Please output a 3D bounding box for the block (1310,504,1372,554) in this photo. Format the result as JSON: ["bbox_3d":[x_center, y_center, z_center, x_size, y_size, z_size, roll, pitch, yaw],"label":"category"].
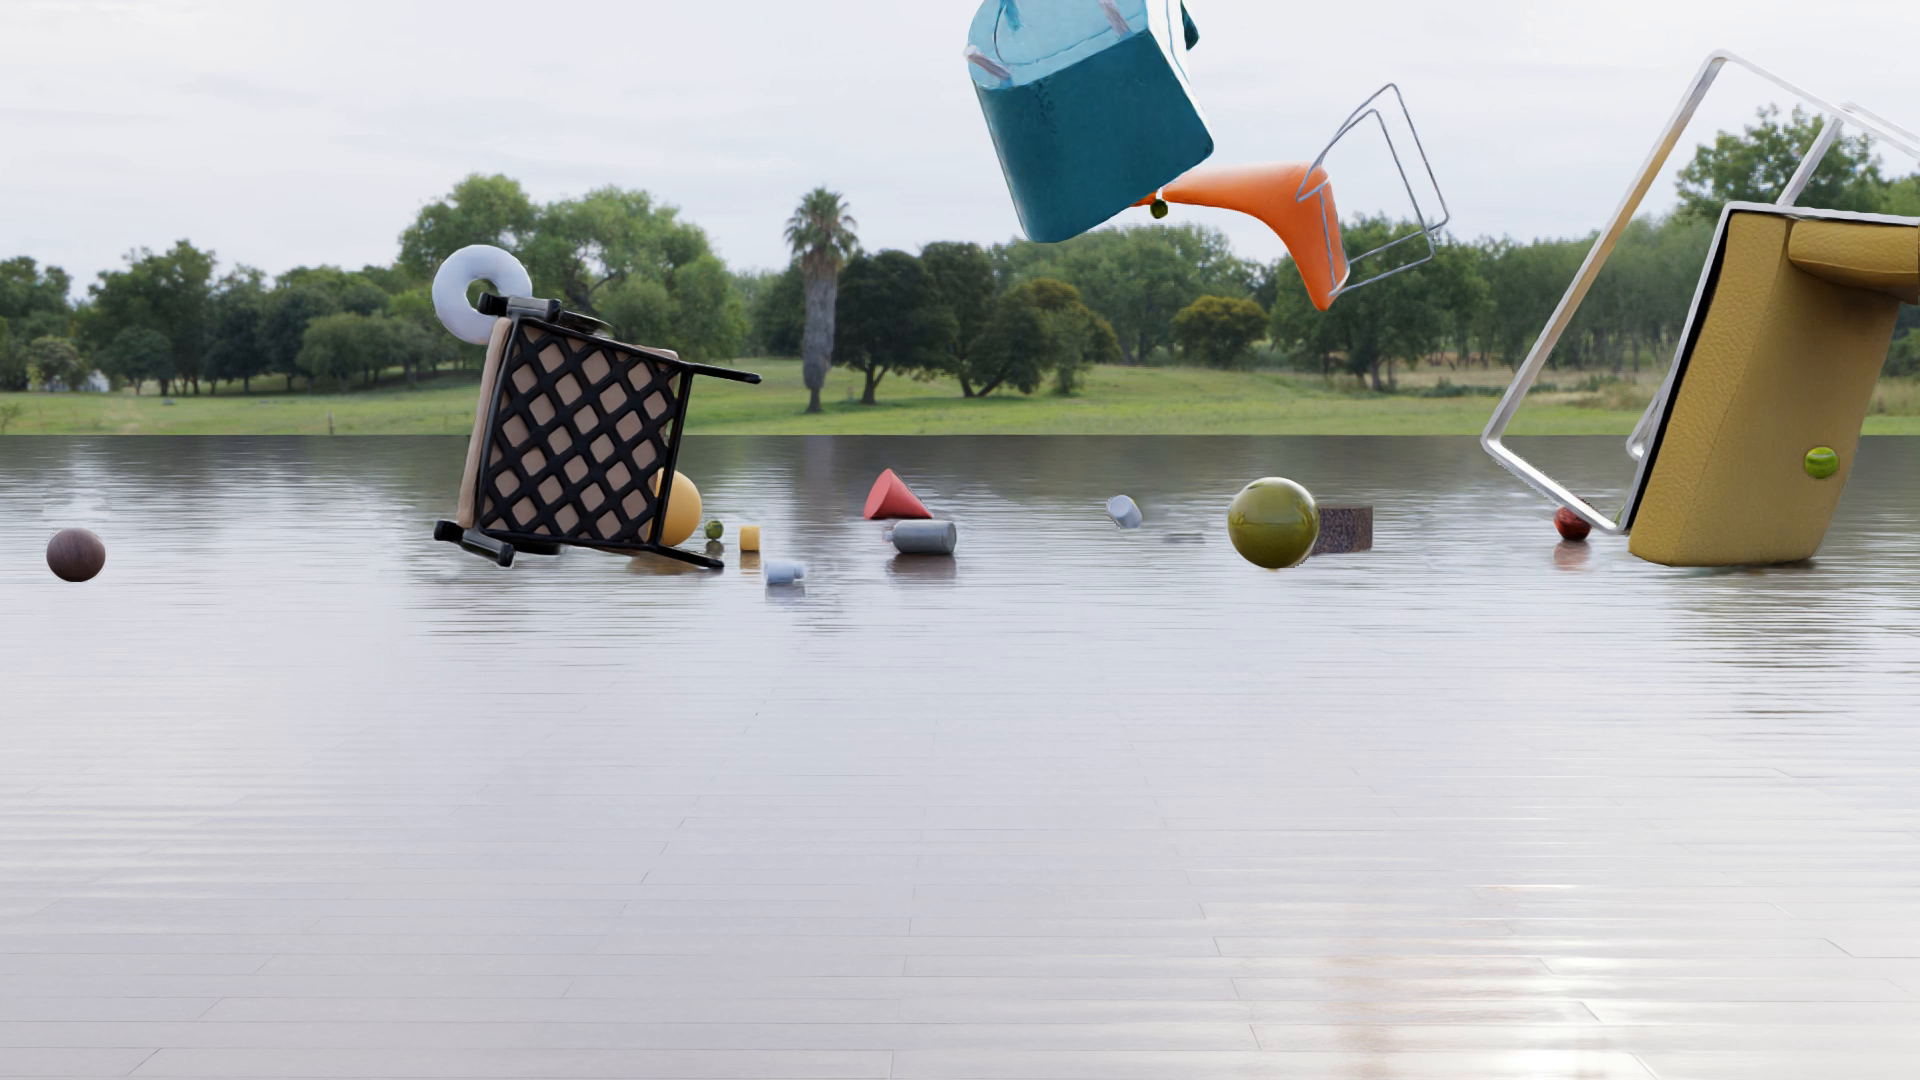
[{"bbox_3d":[1.022,-0.033,6.132,0.211,0.122,0.186,2,4,25],"label":"block"}]

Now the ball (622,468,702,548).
[{"bbox_3d":[-0.840,-0.089,6.190,0.226,0.226,0.226,0,4,0],"label":"ball"}]

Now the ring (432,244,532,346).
[{"bbox_3d":[-1.221,-0.627,5.632,0.258,0.256,0.067,30,-8,-25],"label":"ring"}]

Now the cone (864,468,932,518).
[{"bbox_3d":[-0.188,-0.118,7.622,0.217,0.184,0.229,24,-21,-16],"label":"cone"}]

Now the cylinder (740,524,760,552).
[{"bbox_3d":[-0.582,-0.006,6.089,0.050,0.074,0.060,0,13,2],"label":"cylinder"}]

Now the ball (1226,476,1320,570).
[{"bbox_3d":[0.782,-0.043,5.488,0.230,0.230,0.230,0,4,0],"label":"ball"}]
